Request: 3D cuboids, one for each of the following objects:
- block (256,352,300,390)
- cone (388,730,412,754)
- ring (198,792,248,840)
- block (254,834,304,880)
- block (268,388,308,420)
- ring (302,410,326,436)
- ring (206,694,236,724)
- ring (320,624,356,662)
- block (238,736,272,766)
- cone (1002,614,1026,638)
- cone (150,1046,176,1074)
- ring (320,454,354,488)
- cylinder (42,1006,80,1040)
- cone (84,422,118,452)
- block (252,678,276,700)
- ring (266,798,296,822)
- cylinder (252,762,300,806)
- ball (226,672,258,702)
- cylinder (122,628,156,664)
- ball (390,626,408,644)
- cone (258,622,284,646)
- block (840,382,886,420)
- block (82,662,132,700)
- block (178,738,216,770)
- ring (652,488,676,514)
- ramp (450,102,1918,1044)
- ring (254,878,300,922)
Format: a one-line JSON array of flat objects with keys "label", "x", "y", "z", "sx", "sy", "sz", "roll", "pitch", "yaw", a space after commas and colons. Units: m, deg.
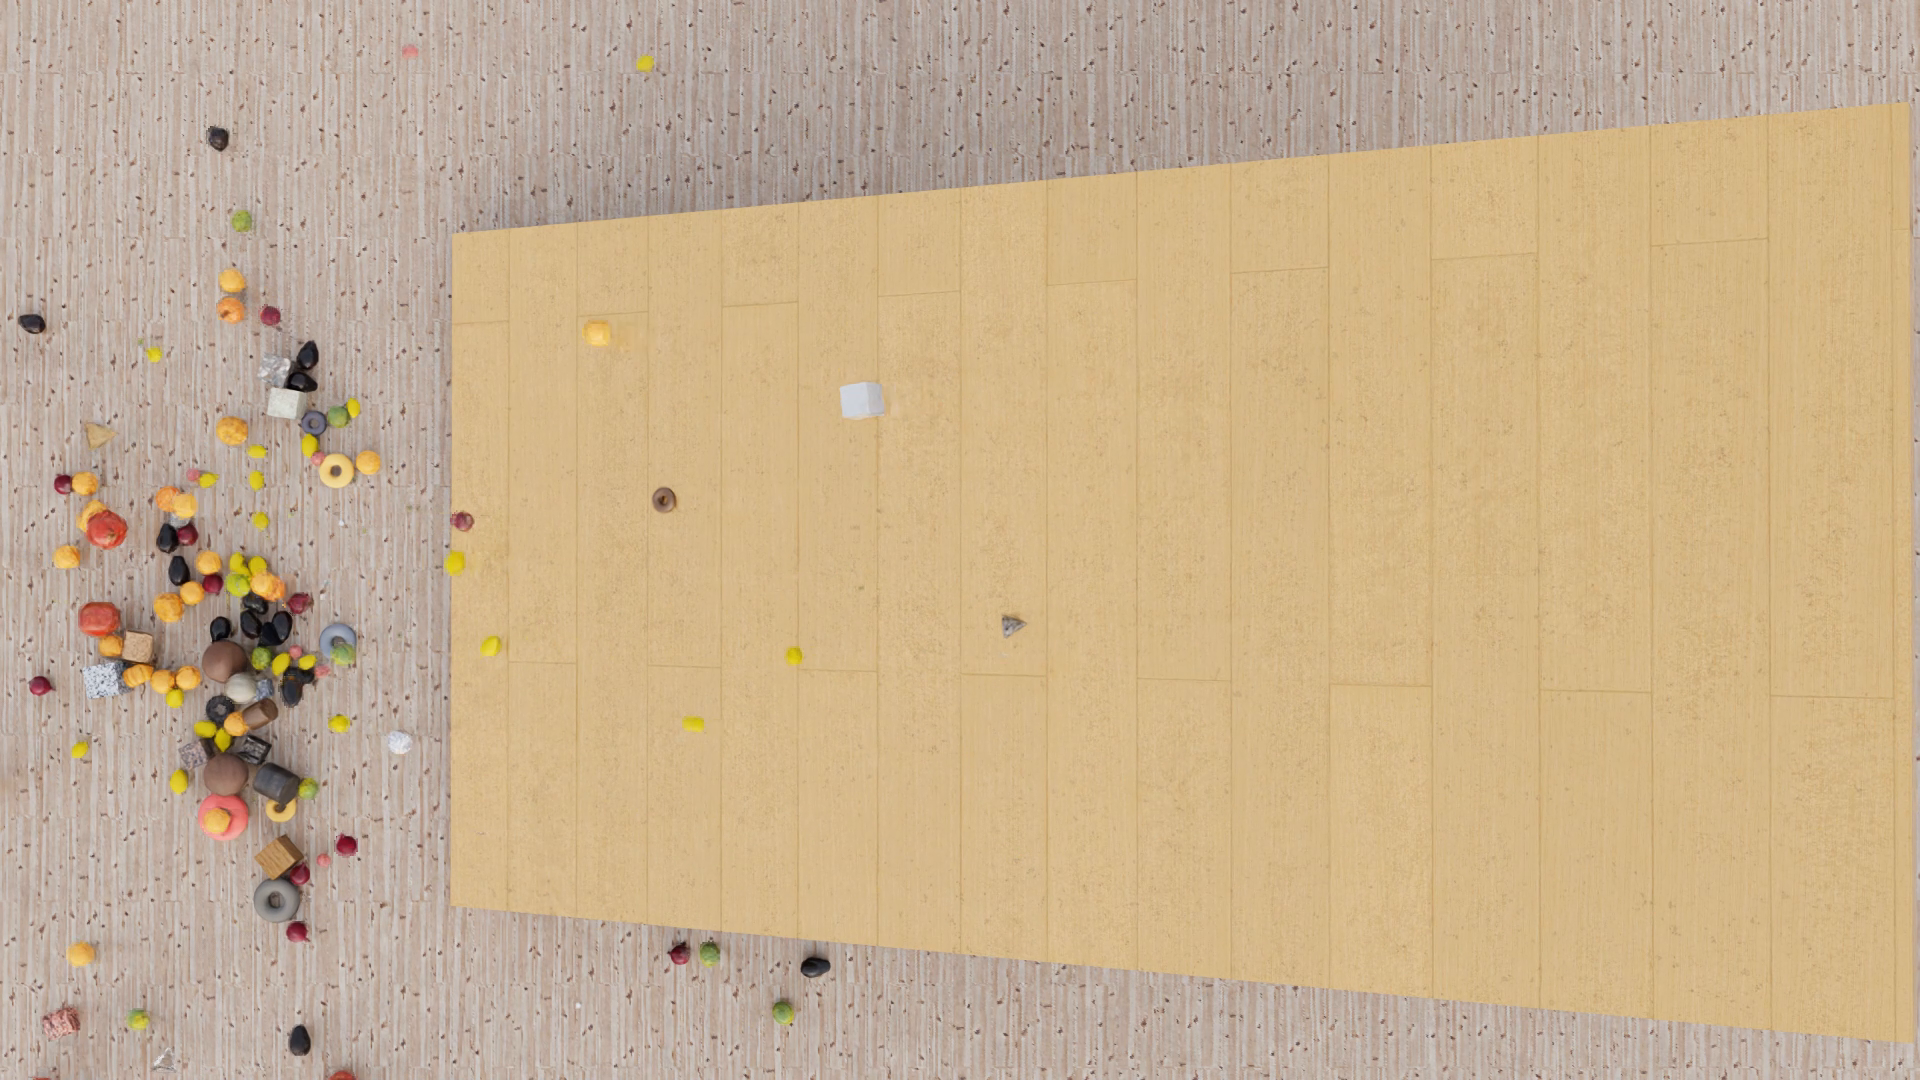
[{"label": "block", "x": -2.046, "y": -0.508, "z": 6.597, "sx": 0.084, "sy": 0.084, "sz": 0.084, "roll": 17, "pitch": 89, "yaw": 0}, {"label": "cone", "x": -1.658, "y": 0.592, "z": 6.564, "sx": 0.078, "sy": 0.078, "sz": 0.078, "roll": 14, "pitch": 64, "yaw": -30}, {"label": "ring", "x": -2.212, "y": 0.828, "z": 6.601, "sx": 0.150, "sy": 0.050, "sz": 0.150, "roll": 0, "pitch": 89, "yaw": 0}, {"label": "block", "x": -2.037, "y": 0.949, "z": 6.580, "sx": 0.090, "sy": 0.090, "sz": 0.090, "roll": -40, "pitch": 90, "yaw": 0}, {"label": "block", "x": -2.018, "y": -0.408, "z": 6.597, "sx": 0.084, "sy": 0.084, "sz": 0.084, "roll": 9, "pitch": 89, "yaw": 0}, {"label": "ring", "x": -1.946, "y": -0.351, "z": 6.625, "sx": 0.078, "sy": 0.026, "sz": 0.078, "roll": 0, "pitch": 91, "yaw": -1}, {"label": "ring", "x": -2.224, "y": 0.510, "z": 6.614, "sx": 0.089, "sy": 0.030, "sz": 0.089, "roll": 0, "pitch": 89, "yaw": 0}, {"label": "ring", "x": -1.870, "y": 0.308, "z": 6.613, "sx": 0.114, "sy": 0.038, "sz": 0.114, "roll": 0, "pitch": 91, "yaw": 0}, {"label": "block", "x": -2.115, "y": 0.631, "z": 6.596, "sx": 0.064, "sy": 0.064, "sz": 0.064, "roll": 28, "pitch": 89, "yaw": 0}, {"label": "cone", "x": 0.142, "y": 0.218, "z": 5.648, "sx": 0.065, "sy": 0.065, "sz": 0.065, "roll": -6, "pitch": 89, "yaw": 1}, {"label": "cone", "x": -2.381, "y": 1.555, "z": 6.601, "sx": 0.076, "sy": 0.076, "sz": 0.076, "roll": 5, "pitch": 63, "yaw": 0}, {"label": "ring", "x": -1.877, "y": -0.209, "z": 6.619, "sx": 0.105, "sy": 0.035, "sz": 0.105, "roll": 0, "pitch": 91, "yaw": 0}, {"label": "cylinder", "x": -2.688, "y": 1.446, "z": 6.581, "sx": 0.077, "sy": 0.077, "sz": 0.077, "roll": -20, "pitch": 89, "yaw": 0}, {"label": "cone", "x": -2.577, "y": -0.315, "z": 6.617, "sx": 0.091, "sy": 0.091, "sz": 0.091, "roll": -10, "pitch": 89, "yaw": -27}, {"label": "block", "x": -2.096, "y": 0.448, "z": 6.603, "sx": 0.054, "sy": 0.054, "sz": 0.054, "roll": -12, "pitch": 89, "yaw": 0}, {"label": "ring", "x": -2.038, "y": 0.803, "z": 6.602, "sx": 0.092, "sy": 0.031, "sz": 0.092, "roll": -1, "pitch": 72, "yaw": 2}, {"label": "cylinder", "x": -2.041, "y": 0.728, "z": 6.568, "sx": 0.096, "sy": 0.096, "sz": 0.096, "roll": 24, "pitch": 89, "yaw": 15}, {"label": "ball", "x": -2.129, "y": 0.436, "z": 6.516, "sx": 0.090, "sy": 0.090, "sz": 0.090, "roll": 0, "pitch": 89, "yaw": 0}, {"label": "cylinder", "x": -2.462, "y": 0.319, "z": 6.590, "sx": 0.082, "sy": 0.082, "sz": 0.082, "roll": 16, "pitch": 101, "yaw": 0}, {"label": "ball", "x": -1.693, "y": 0.286, "z": 6.630, "sx": 0.056, "sy": 0.056, "sz": 0.056, "roll": 0, "pitch": 89, "yaw": 0}, {"label": "cone", "x": -2.089, "y": 0.302, "z": 6.613, "sx": 0.081, "sy": 0.081, "sz": 0.081, "roll": -34, "pitch": 89, "yaw": 26}, {"label": "block", "x": -0.260, "y": -0.369, "z": 5.838, "sx": 0.083, "sy": 0.083, "sz": 0.083, "roll": -10, "pitch": 85, "yaw": 28}, {"label": "block", "x": -2.553, "y": 0.420, "z": 6.582, "sx": 0.096, "sy": 0.096, "sz": 0.096, "roll": -9, "pitch": 89, "yaw": 0}, {"label": "block", "x": -2.287, "y": 0.641, "z": 6.592, "sx": 0.071, "sy": 0.071, "sz": 0.071, "roll": -24, "pitch": 89, "yaw": 0}, {"label": "ring", "x": -0.831, "y": -0.111, "z": 6.171, "sx": 0.075, "sy": 0.025, "sz": 0.075, "roll": 0, "pitch": 90, "yaw": 27}, {"label": "ramp", "x": 0.276, "y": 0.078, "z": 5.652, "sx": 4.000, "sy": 0.100, "sz": 2.000, "roll": 0, "pitch": 89, "yaw": 28}, {"label": "ring", "x": -2.051, "y": 1.080, "z": 6.600, "sx": 0.139, "sy": 0.046, "sz": 0.139, "roll": 0, "pitch": 90, "yaw": -1}]
